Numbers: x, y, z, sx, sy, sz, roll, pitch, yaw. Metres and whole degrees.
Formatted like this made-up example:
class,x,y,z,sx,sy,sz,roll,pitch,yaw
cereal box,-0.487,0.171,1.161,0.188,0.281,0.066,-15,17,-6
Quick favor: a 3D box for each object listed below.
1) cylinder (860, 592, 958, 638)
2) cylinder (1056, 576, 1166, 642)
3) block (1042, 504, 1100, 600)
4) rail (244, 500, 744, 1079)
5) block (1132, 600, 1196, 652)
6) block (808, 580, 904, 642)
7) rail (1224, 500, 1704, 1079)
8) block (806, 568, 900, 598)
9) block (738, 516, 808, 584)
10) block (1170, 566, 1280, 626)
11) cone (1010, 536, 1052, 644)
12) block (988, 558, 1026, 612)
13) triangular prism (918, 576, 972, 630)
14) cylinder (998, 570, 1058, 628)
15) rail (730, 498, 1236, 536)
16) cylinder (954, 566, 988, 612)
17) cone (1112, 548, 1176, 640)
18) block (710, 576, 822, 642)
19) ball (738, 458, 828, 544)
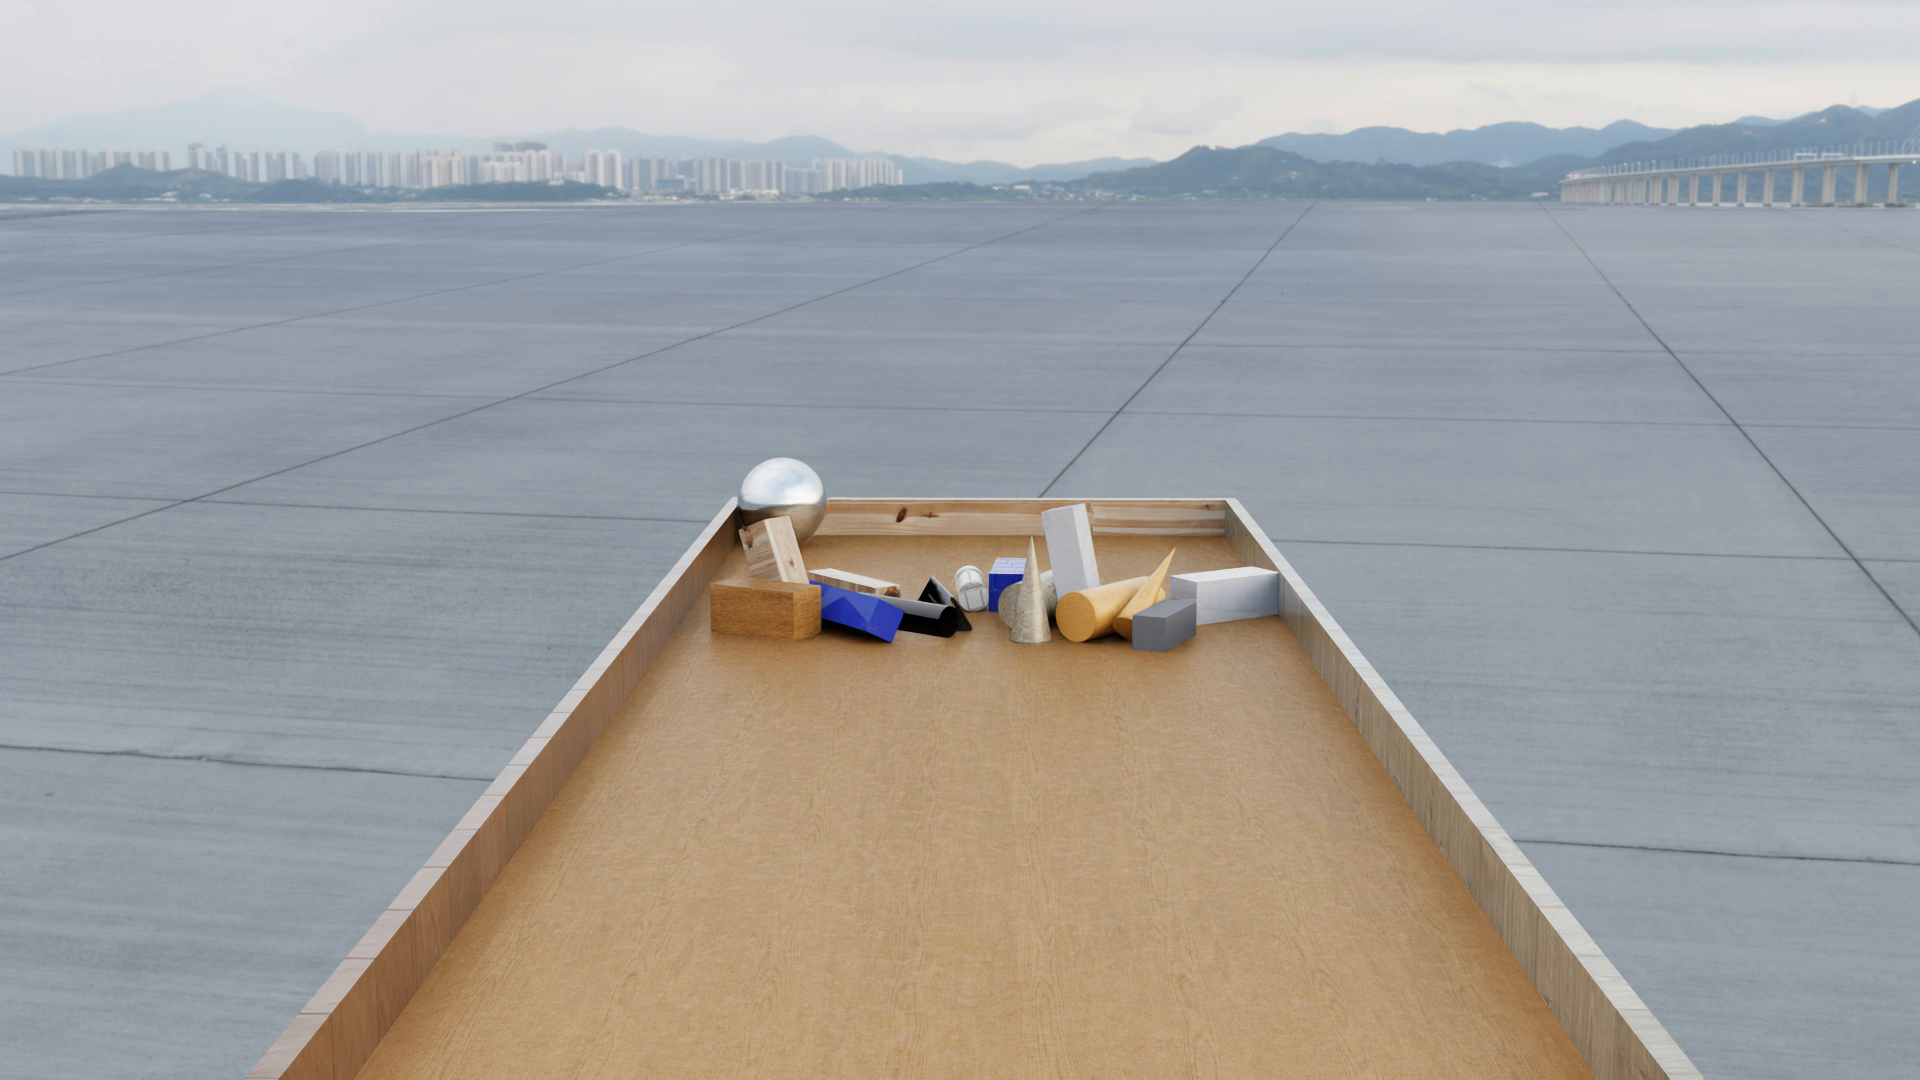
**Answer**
class,x,y,z,sx,sy,sz,roll,pitch,yaw
cylinder,-0.182,0.243,7.146,0.380,0.103,0.103,7,12,39
cylinder,0.490,0.221,7.104,0.160,0.160,0.384,8,12,40
block,0.374,0.082,7.225,0.112,0.382,0.112,-9,4,25
rail,-1.004,0.839,3.234,0.050,0.150,12.000,0,9,1
block,0.649,0.270,6.962,0.108,0.108,0.301,4,10,24
block,-0.354,0.229,7.097,0.109,0.109,0.413,27,-8,-35
rail,1.046,0.843,3.208,0.050,0.150,12.000,0,9,1
block,-0.368,0.180,7.548,0.101,0.101,0.417,-7,11,-37
block,-0.606,0.097,7.299,0.124,0.322,0.124,-20,-6,39
block,0.888,0.186,7.379,0.351,0.144,0.144,-6,11,-32
cone,0.226,0.150,6.963,0.135,0.344,0.135,0,9,0
block,0.180,0.154,7.620,0.131,0.131,0.327,1,9,6
triangular prism,-0.059,0.208,7.323,0.128,0.111,0.395,-2,9,-10
cylinder,0.272,0.193,7.293,0.156,0.156,0.356,4,10,26
rail,0.099,-0.098,9.147,2.100,0.150,0.050,0,9,1
cylinder,0.039,0.168,7.621,0.104,0.104,0.329,0,9,-2
cone,0.618,0.152,7.070,0.104,0.104,0.381,6,47,34
block,-0.629,0.221,7.116,0.327,0.156,0.156,5,10,30
ball,-0.712,-0.152,8.830,0.358,0.358,0.358,0,9,0
